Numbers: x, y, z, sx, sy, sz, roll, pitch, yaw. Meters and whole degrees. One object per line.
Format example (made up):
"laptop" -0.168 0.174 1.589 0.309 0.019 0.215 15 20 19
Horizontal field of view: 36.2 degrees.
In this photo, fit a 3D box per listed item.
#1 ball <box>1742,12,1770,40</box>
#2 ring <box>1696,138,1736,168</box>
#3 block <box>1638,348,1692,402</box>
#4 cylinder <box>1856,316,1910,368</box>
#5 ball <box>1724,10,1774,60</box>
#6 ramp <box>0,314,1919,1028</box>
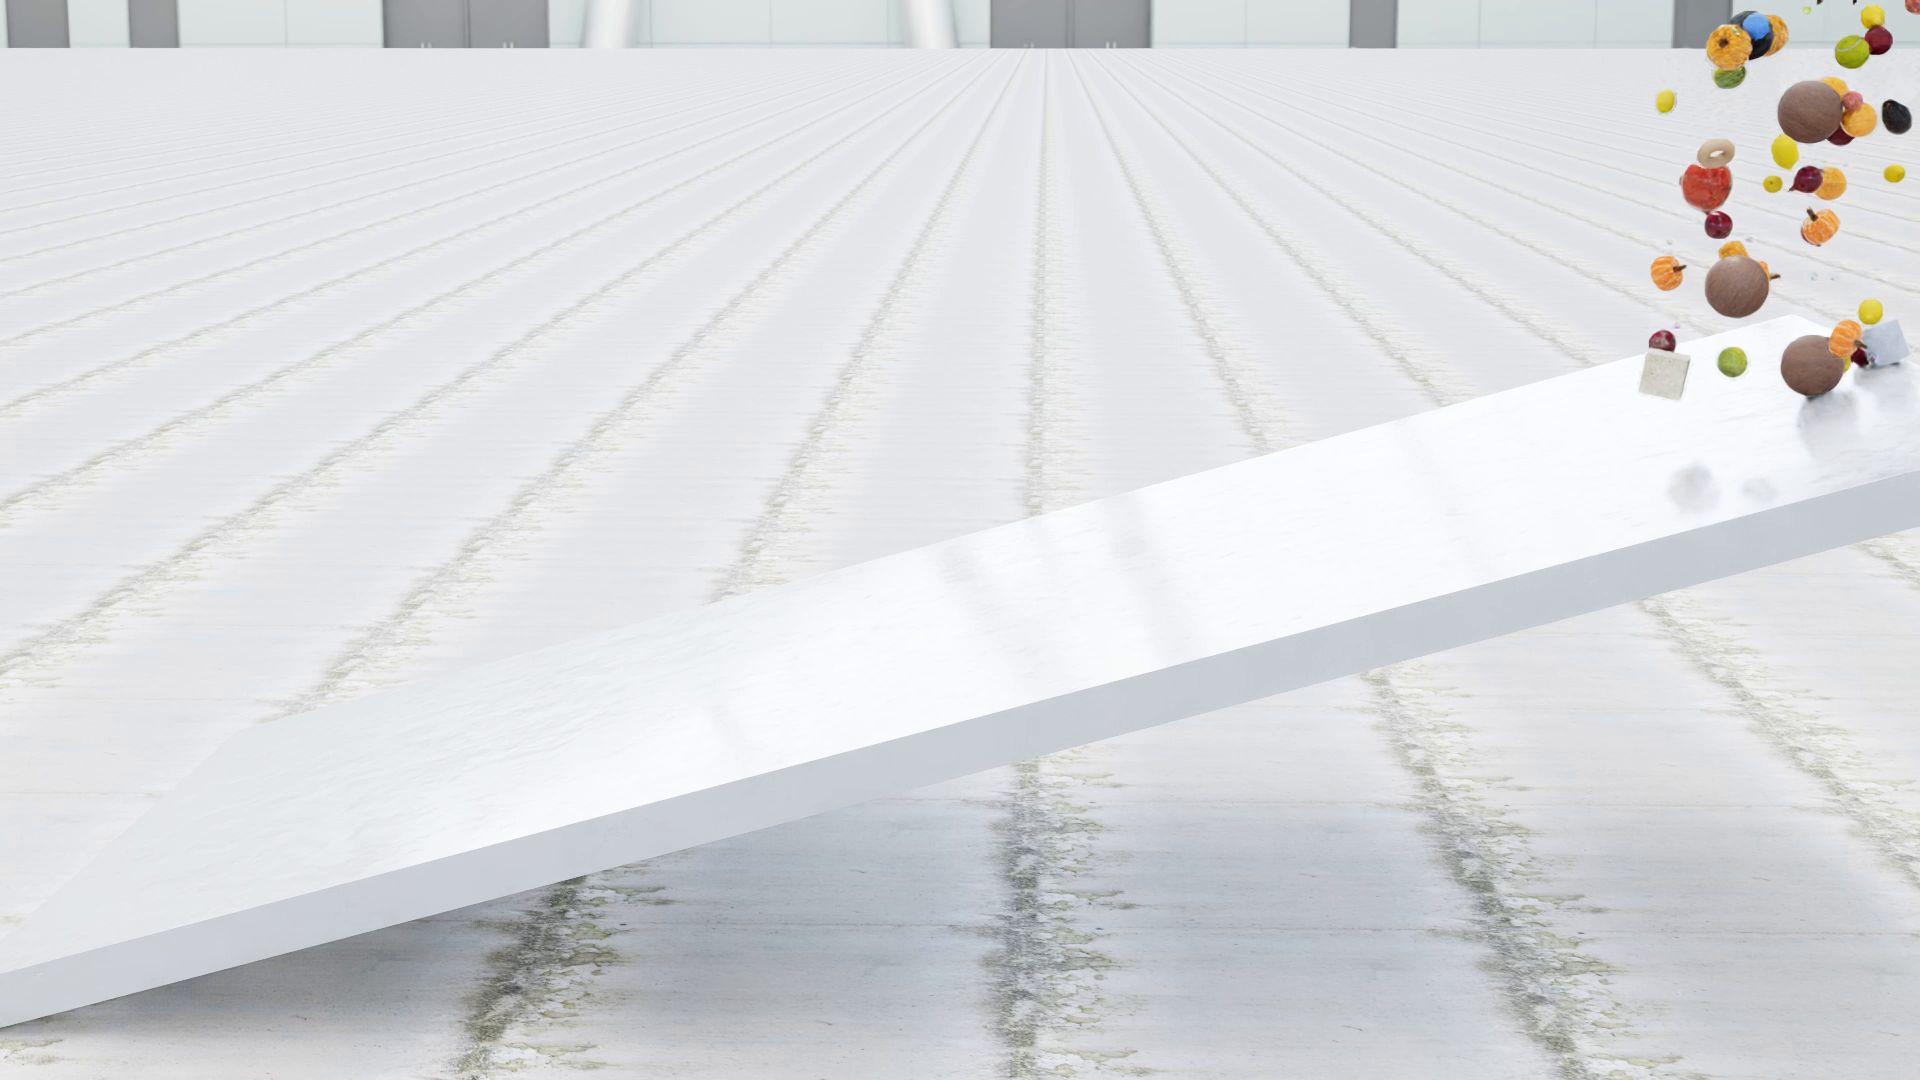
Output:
"ball" 1.596 -1.030 5.899 0.053 0.053 0.053 0 10 0
"ring" 1.510 -0.772 5.873 0.077 0.077 0.026 -1 55 -6
"block" 1.466 -0.345 6.118 0.086 0.086 0.086 13 14 16
"cylinder" 1.949 -0.417 6.210 0.085 0.085 0.085 -22 5 2
"ball" 1.602 -1.025 5.976 0.099 0.099 0.099 0 10 0
"ramp" 0.083 0.190 6.327 4.000 0.100 2.000 -15 9 4
